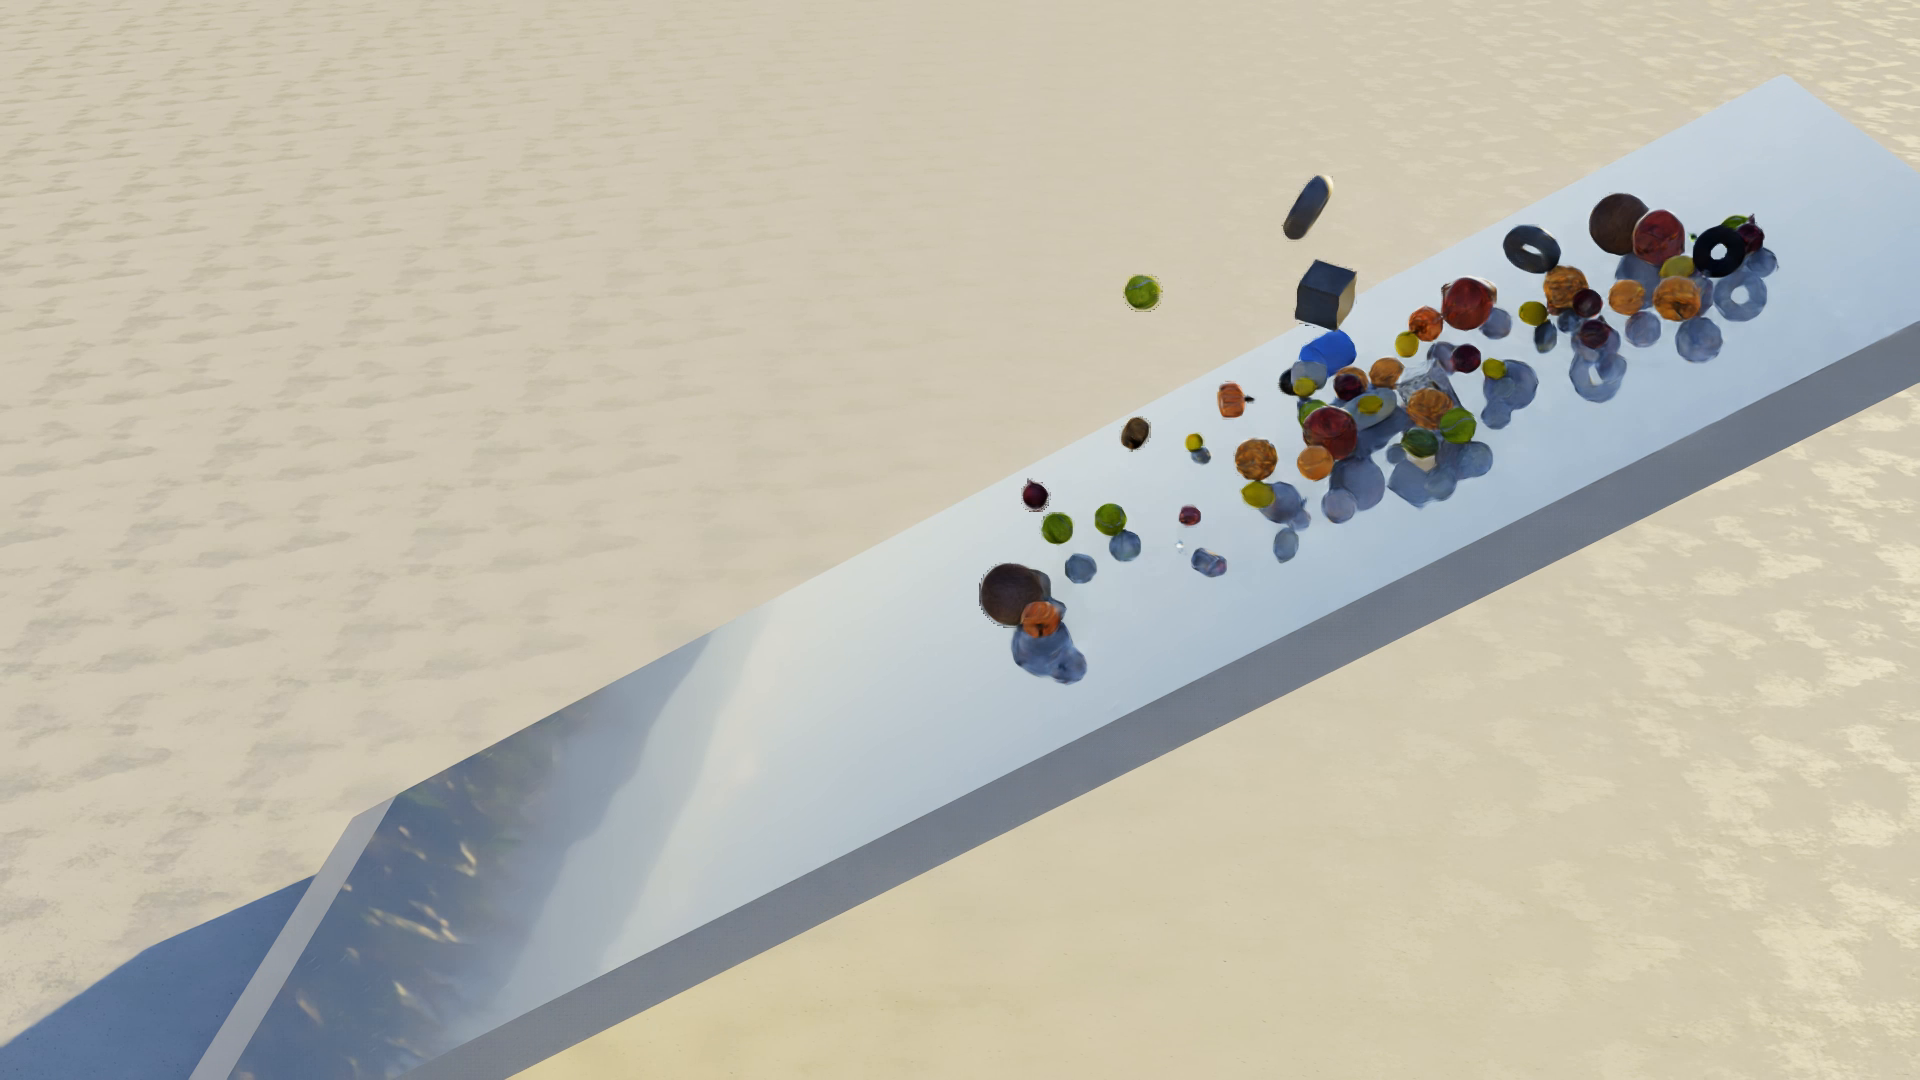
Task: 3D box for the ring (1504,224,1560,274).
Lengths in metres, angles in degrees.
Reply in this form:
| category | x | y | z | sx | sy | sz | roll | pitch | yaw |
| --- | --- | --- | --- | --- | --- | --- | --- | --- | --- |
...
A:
| category | x | y | z | sx | sy | sz | roll | pitch | yaw |
| --- | --- | --- | --- | --- | --- | --- | --- | --- | --- |
| ring | 1.170 | -0.595 | 6.021 | 0.120 | 0.120 | 0.040 | 11 | 52 | 30 |

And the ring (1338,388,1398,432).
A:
| category | x | y | z | sx | sy | sz | roll | pitch | yaw |
| --- | --- | --- | --- | --- | --- | --- | --- | --- | --- |
| ring | 0.843 | -0.270 | 6.086 | 0.134 | 0.045 | 0.134 | -27 | 15 | 8 |

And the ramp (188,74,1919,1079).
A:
| category | x | y | z | sx | sy | sz | roll | pitch | yaw |
| --- | --- | --- | --- | --- | --- | --- | --- | --- | --- |
| ramp | 0.142 | 0.167 | 6.283 | 4.000 | 0.100 | 2.000 | -27 | 14 | 11 |

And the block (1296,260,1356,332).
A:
| category | x | y | z | sx | sy | sz | roll | pitch | yaw |
| --- | --- | --- | --- | --- | --- | --- | --- | --- | --- |
| block | 0.777 | -0.519 | 6.242 | 0.094 | 0.094 | 0.094 | 20 | 46 | 21 |

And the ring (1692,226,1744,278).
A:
| category | x | y | z | sx | sy | sz | roll | pitch | yaw |
| --- | --- | --- | --- | --- | --- | --- | --- | --- | --- |
| ring | 1.473 | -0.559 | 5.708 | 0.104 | 0.104 | 0.035 | -1 | 24 | -4 |

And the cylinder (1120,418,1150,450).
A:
| category | x | y | z | sx | sy | sz | roll | pitch | yaw |
| --- | --- | --- | --- | --- | --- | --- | --- | --- | --- |
| cylinder | 0.374 | -0.228 | 6.292 | 0.052 | 0.052 | 0.052 | -5 | -21 | -14 |

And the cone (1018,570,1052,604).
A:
| category | x | y | z | sx | sy | sz | roll | pitch | yaw |
| --- | --- | --- | --- | --- | --- | --- | --- | --- | --- |
| cone | 0.163 | 0.104 | 6.186 | 0.072 | 0.072 | 0.072 | 4 | -7 | 12 |

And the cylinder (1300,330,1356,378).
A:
| category | x | y | z | sx | sy | sz | roll | pitch | yaw |
| --- | --- | --- | --- | --- | --- | --- | --- | --- | --- |
| cylinder | 0.806 | -0.405 | 6.443 | 0.087 | 0.087 | 0.087 | -30 | 31 | -29 |

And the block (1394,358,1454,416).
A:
| category | x | y | z | sx | sy | sz | roll | pitch | yaw |
| --- | --- | --- | --- | --- | --- | --- | --- | --- | --- |
| block | 0.941 | -0.311 | 5.965 | 0.077 | 0.077 | 0.077 | -21 | 17 | 33 |
